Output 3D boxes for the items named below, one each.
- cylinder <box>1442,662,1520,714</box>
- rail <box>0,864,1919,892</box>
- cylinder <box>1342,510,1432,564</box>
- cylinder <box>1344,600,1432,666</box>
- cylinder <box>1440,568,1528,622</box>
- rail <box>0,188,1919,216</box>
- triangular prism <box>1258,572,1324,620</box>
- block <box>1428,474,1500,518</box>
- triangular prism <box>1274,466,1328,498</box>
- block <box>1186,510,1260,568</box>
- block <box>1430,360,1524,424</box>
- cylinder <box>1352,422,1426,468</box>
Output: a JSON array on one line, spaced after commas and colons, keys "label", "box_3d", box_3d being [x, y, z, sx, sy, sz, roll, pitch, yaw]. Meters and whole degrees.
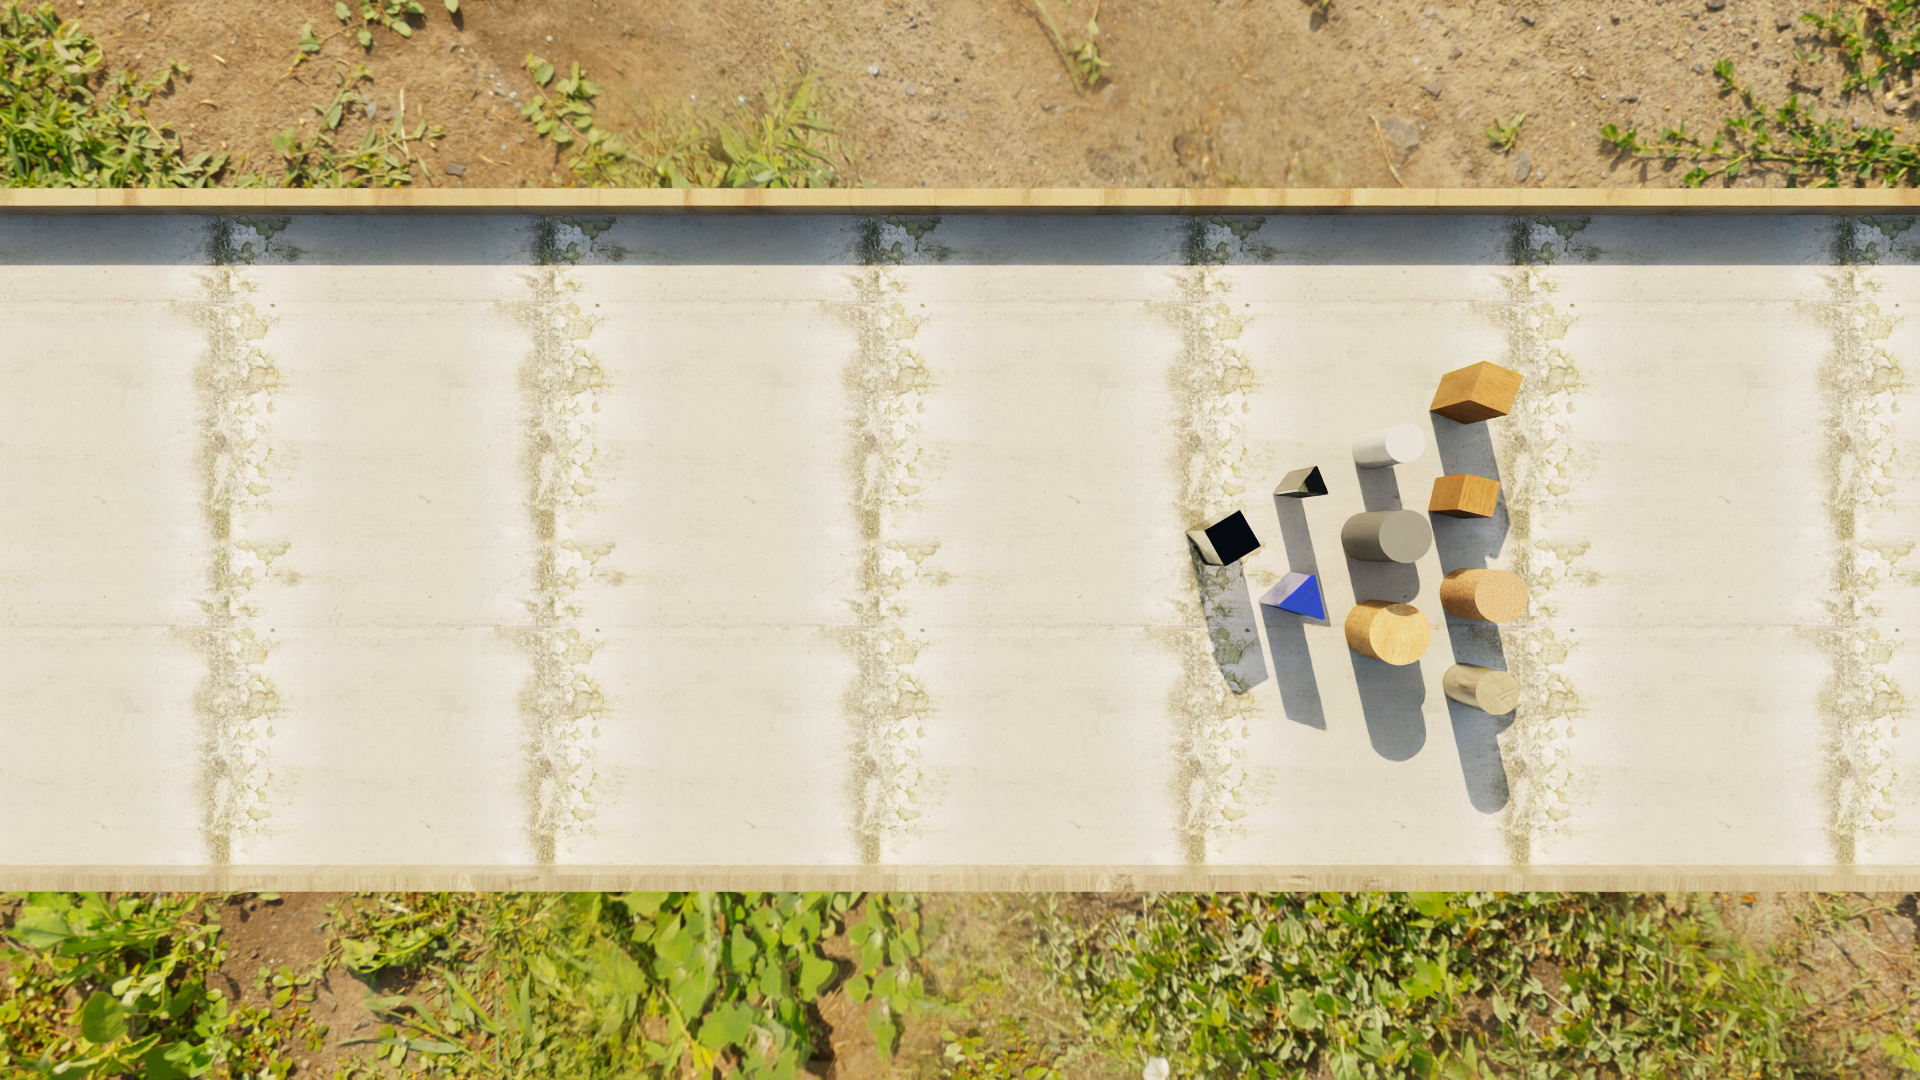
[{"label": "cylinder", "box_3d": [1.549, 0.440, 4.913, 0.127, 0.326, 0.127, 0, 90, 0]}, {"label": "rail", "box_3d": [-2.247, 1.025, 5.001, 12.000, 0.150, 0.050, 0, 90, 0]}, {"label": "cylinder", "box_3d": [1.248, -0.010, 4.847, 0.150, 0.460, 0.150, 0, 90, 0]}, {"label": "cylinder", "box_3d": [1.273, 0.272, 4.922, 0.178, 0.309, 0.178, 0, 90, 0]}, {"label": "cylinder", "box_3d": [1.552, 0.162, 4.902, 0.152, 0.348, 0.152, 0, 90, 0]}, {"label": "rail", "box_3d": [-2.247, -1.025, 5.002, 12.000, 0.150, 0.050, 0, 90, 0]}, {"label": "triangular prism", "box_3d": [0.999, 0.154, 4.904, 0.132, 0.345, 0.115, 17, 90, 0]}, {"label": "block", "box_3d": [1.503, -0.129, 4.926, 0.105, 0.301, 0.105, 13, 90, 0]}, {"label": "triangular prism", "box_3d": [1.011, -0.174, 4.886, 0.088, 0.381, 0.076, 7, 90, 0]}, {"label": "block", "box_3d": [0.774, -0.005, 4.880, 0.119, 0.393, 0.119, -30, 90, 0]}, {"label": "block", "box_3d": [1.521, -0.432, 4.875, 0.119, 0.402, 0.119, 21, 90, 0]}, {"label": "cylinder", "box_3d": [1.263, -0.276, 4.877, 0.114, 0.400, 0.114, 0, 90, 0]}]
